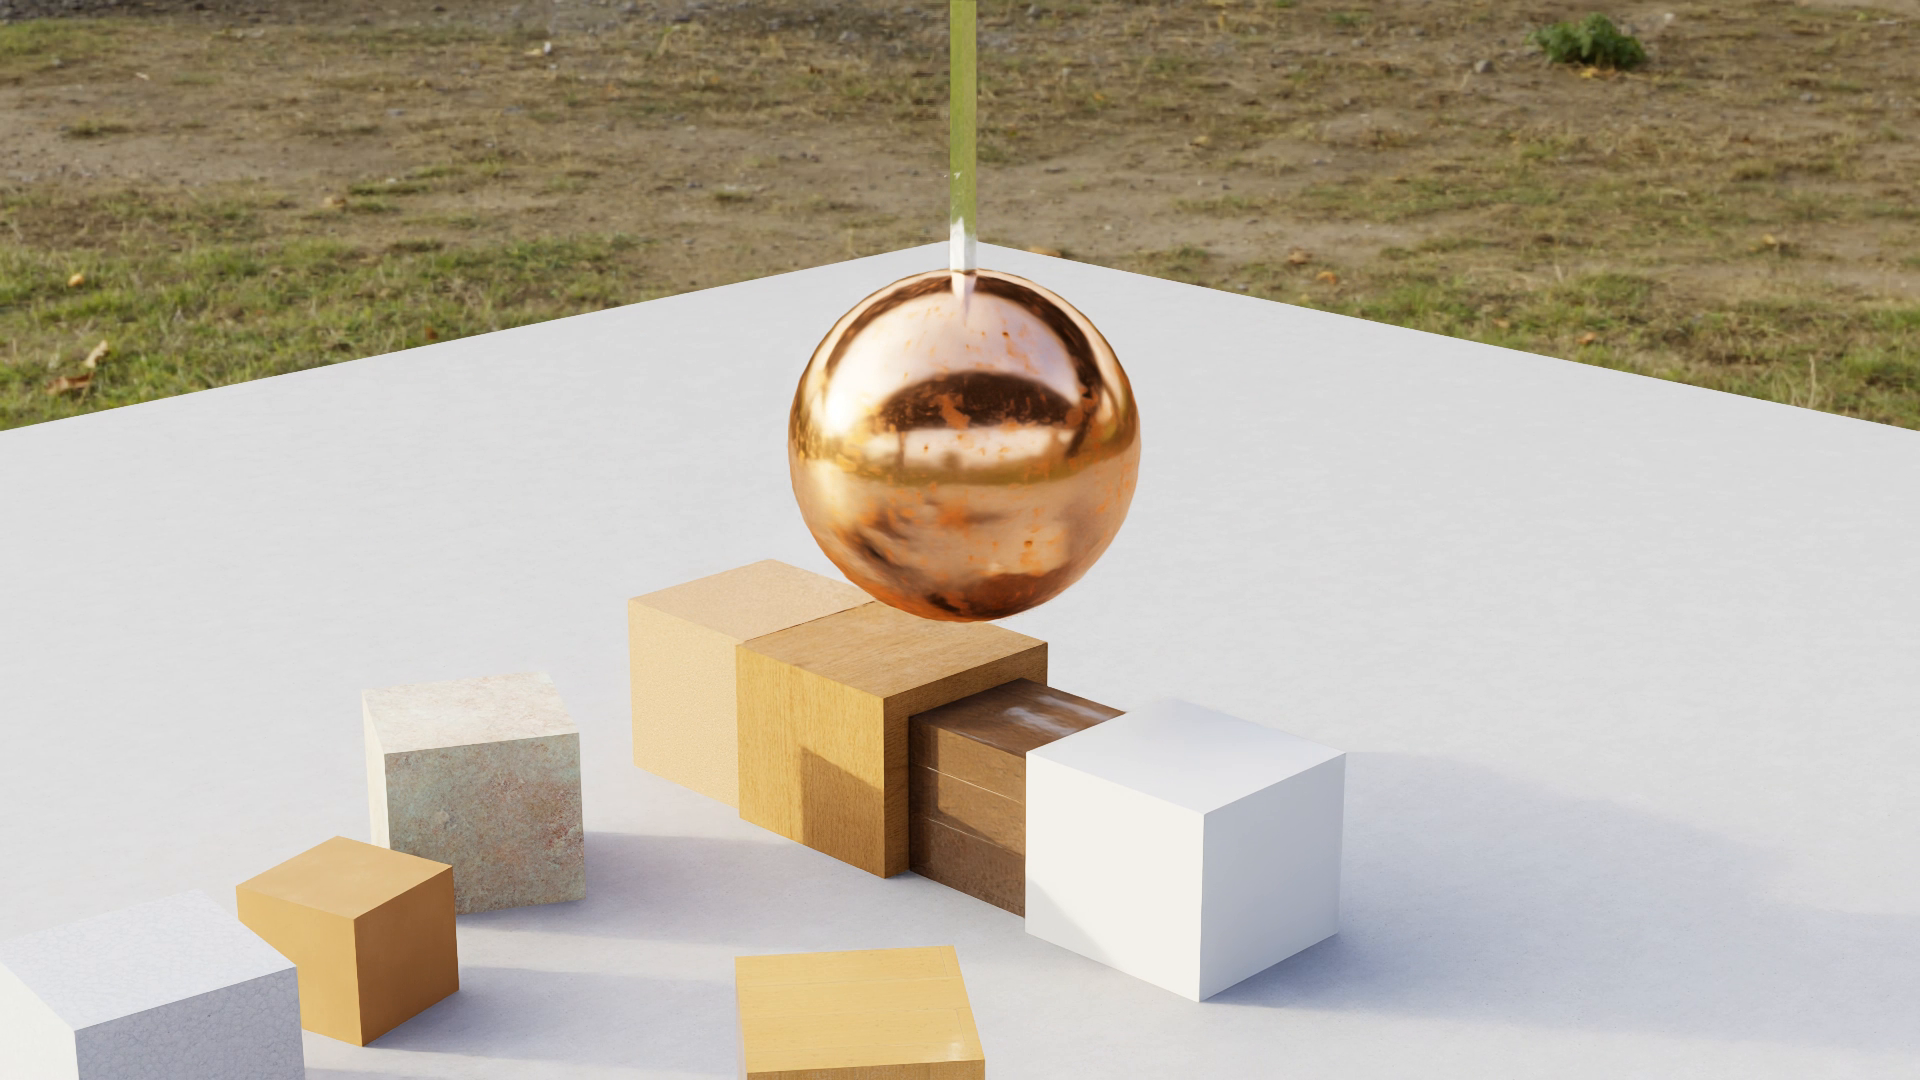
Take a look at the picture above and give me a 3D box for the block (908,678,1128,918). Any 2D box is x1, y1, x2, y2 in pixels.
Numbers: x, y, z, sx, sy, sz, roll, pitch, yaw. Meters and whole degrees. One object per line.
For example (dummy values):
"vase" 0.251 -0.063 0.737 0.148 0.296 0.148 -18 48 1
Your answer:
"block" 0.317 1.170 13.363 0.740 0.756 0.814 -17 24 -42

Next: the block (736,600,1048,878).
"block" -0.322 0.909 13.982 1.074 0.881 1.014 -17 24 -42

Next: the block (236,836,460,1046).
"block" -2.531 1.651 12.149 0.632 0.564 0.607 10 20 29

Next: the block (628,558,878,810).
"block" -1.000 0.707 14.626 0.936 0.881 0.879 -17 24 -42

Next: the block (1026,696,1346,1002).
"block" 0.974 1.317 12.741 0.987 0.847 0.956 16 24 42

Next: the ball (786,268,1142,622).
"ball" 0.019 -0.428 13.227 1.600 1.600 1.600 0 17 0

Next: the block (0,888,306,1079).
"block" -3.058 1.905 11.035 0.853 0.748 0.879 -13 22 -36

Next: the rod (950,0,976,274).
"rod" 0.008 -3.668 12.198 0.080 5.200 0.080 17 24 42

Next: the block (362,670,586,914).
"block" -2.219 1.151 13.346 0.855 0.801 0.844 -5 18 -17

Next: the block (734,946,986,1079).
"block" -0.366 2.046 10.373 0.800 0.876 0.896 -2 18 -7
